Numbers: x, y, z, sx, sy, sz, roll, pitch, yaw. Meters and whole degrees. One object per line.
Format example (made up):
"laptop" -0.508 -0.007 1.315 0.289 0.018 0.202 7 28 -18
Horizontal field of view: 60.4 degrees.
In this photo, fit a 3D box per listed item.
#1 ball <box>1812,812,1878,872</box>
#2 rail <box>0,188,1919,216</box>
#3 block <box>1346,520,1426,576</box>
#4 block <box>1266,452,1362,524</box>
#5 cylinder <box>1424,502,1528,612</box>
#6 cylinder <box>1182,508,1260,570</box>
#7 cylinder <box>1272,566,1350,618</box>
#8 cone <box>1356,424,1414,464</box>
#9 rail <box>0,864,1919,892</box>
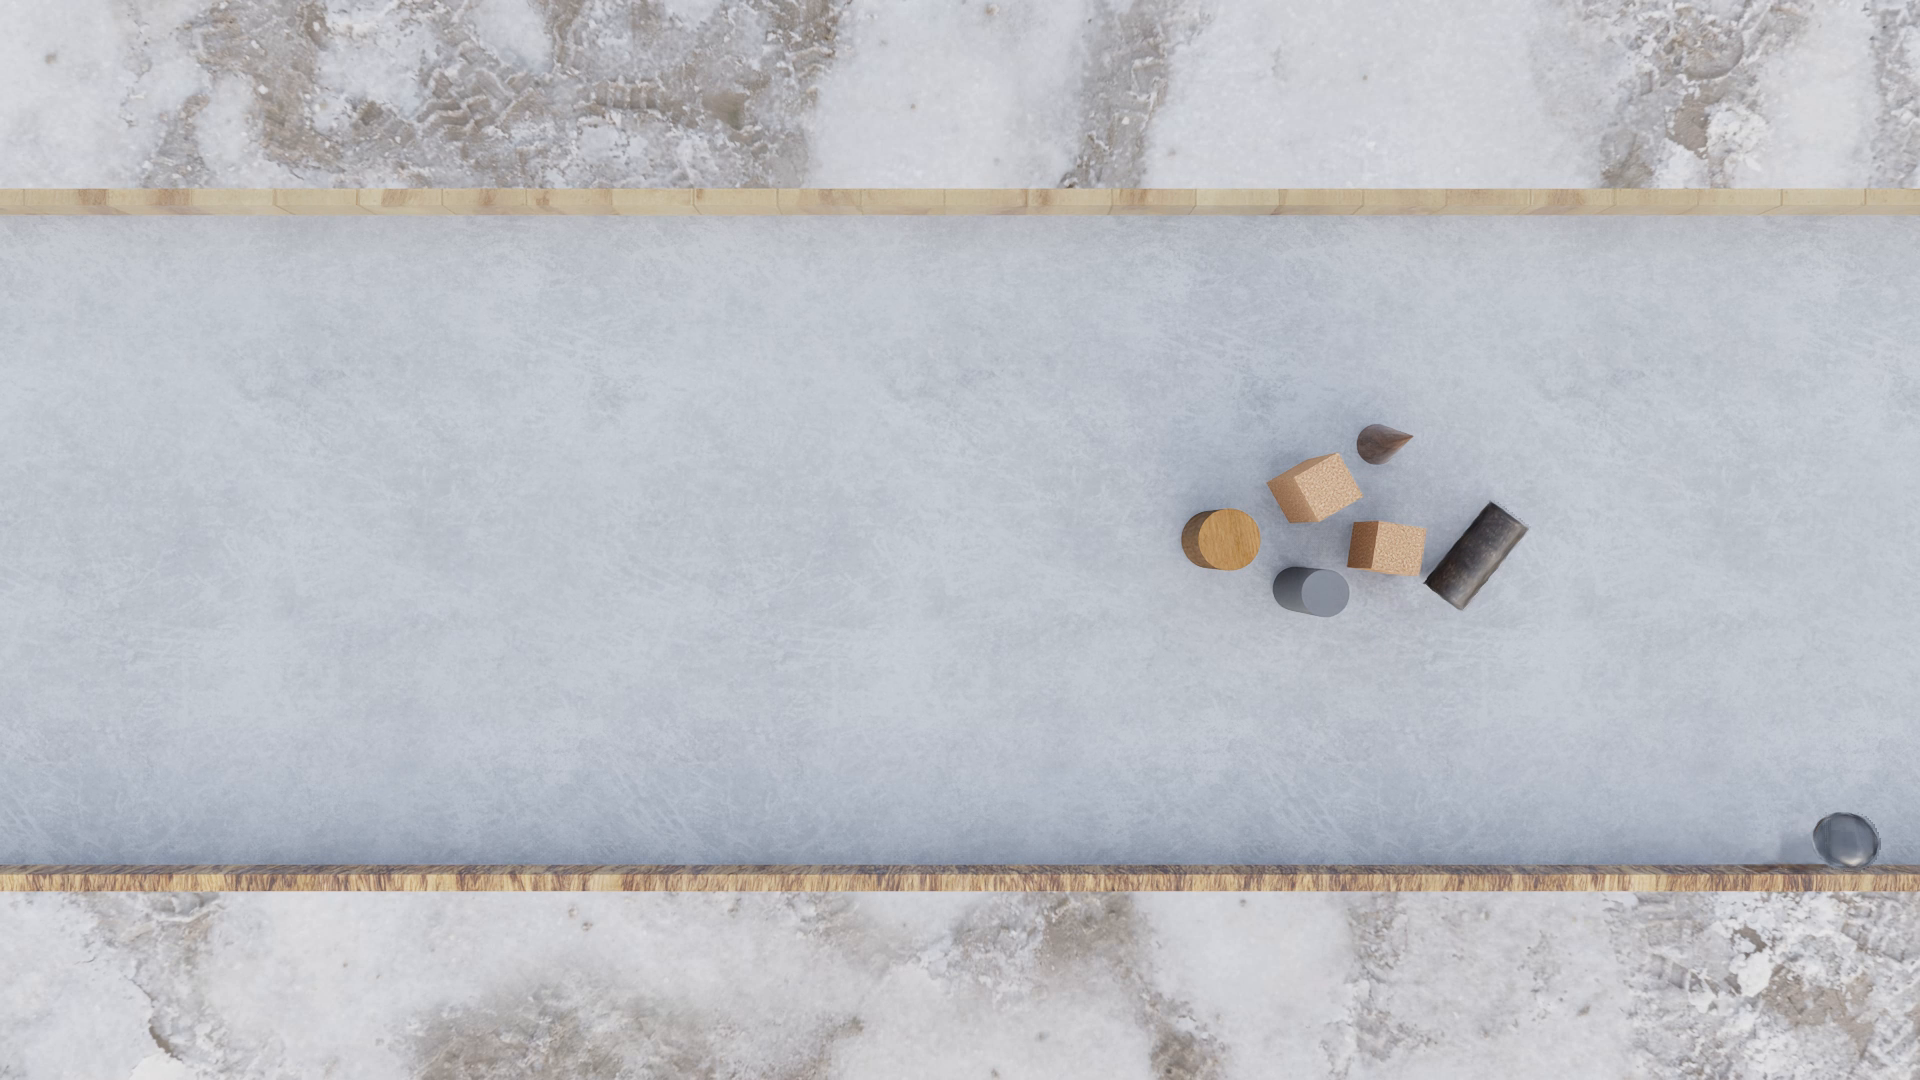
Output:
"ball" 2.677 0.912 4.988 0.176 0.176 0.176 0 90 0
"rail" -2.247 -1.025 5.002 12.000 0.150 0.050 0 90 0
"block" 1.271 0.025 4.924 0.140 0.305 0.140 9 90 0
"block" 1.041 -0.150 4.867 0.144 0.419 0.144 -30 90 0
"cylinder" 1.557 0.049 4.979 0.141 0.141 0.314 37 100 0
"cylinder" 0.770 -0.001 4.893 0.178 0.367 0.178 0 90 0
"cylinder" 1.030 0.150 4.862 0.136 0.429 0.136 0 90 0
"cone" 1.284 -0.294 4.868 0.126 0.417 0.126 0 90 0
"rail" -2.247 1.025 5.001 12.000 0.150 0.050 0 90 0
